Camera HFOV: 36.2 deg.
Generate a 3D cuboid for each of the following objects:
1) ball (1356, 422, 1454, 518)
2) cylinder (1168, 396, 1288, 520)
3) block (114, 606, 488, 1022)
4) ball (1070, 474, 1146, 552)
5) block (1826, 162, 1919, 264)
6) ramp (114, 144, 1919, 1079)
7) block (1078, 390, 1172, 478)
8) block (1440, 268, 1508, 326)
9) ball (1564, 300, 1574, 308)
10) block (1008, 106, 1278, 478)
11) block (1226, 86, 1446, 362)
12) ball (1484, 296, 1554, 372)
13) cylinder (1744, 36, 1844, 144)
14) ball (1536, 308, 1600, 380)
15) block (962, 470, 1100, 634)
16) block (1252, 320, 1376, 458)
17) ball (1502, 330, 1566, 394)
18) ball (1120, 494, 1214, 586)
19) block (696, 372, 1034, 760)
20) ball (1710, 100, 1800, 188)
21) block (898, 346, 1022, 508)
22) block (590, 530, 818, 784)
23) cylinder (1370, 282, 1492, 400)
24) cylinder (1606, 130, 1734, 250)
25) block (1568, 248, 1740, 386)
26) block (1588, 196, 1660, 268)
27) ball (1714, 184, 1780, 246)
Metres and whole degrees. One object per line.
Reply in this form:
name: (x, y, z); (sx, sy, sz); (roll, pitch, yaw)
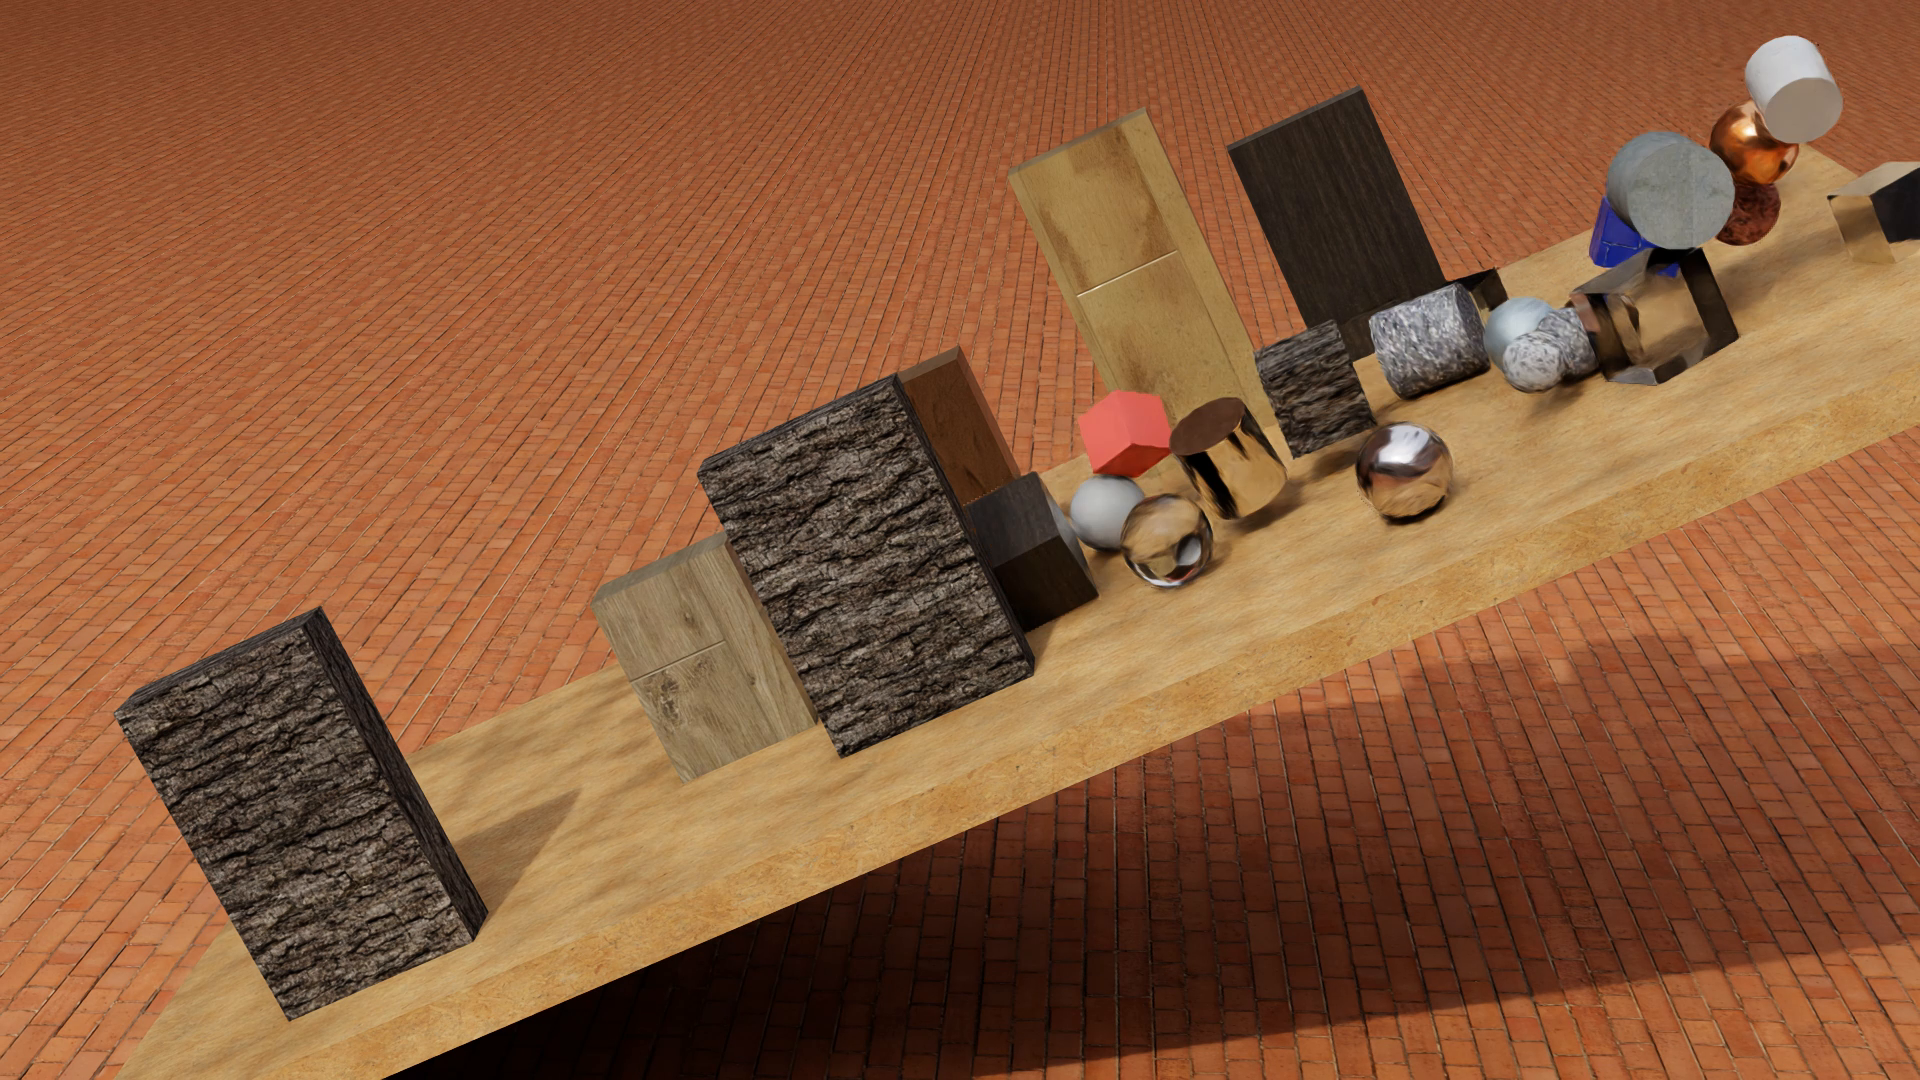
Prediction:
ball: (0.832, -0.131, 5.504); (0.182, 0.182, 0.182); (0, 16, 0)
cylinder: (0.537, -0.163, 5.894); (0.175, 0.175, 0.175); (-28, 28, 16)
block: (-1.282, 0.538, 5.754); (0.415, 0.704, 0.148); (-24, 13, 9)
ball: (0.316, -0.058, 6.227); (0.168, 0.168, 0.168); (0, 16, 0)
block: (1.803, -0.634, 5.696); (0.146, 0.146, 0.146); (-29, 13, -11)
ramp: (0.136, 0.169, 6.282); (4.000, 0.100, 2.000); (-24, 13, 9)
block: (0.350, -0.223, 6.180); (0.128, 0.128, 0.128); (5, -30, -40)
block: (1.121, -0.496, 6.476); (0.135, 0.135, 0.135); (-15, 17, 40)
ball: (1.291, -0.455, 6.029); (0.114, 0.114, 0.114); (0, 16, 0)
block: (0.422, -0.554, 6.629); (0.337, 0.762, 0.112); (-24, 13, 9)
block: (0.887, -0.716, 6.802); (0.334, 0.572, 0.085); (-24, 13, 9)
ball: (1.157, -0.417, 6.033); (0.165, 0.165, 0.165); (0, 16, 0)
cylinder: (1.568, -0.847, 5.536); (0.146, 0.146, 0.146); (-1, 40, -3)
ball: (1.215, -0.391, 5.865); (0.146, 0.146, 0.146); (0, 16, 0)
block: (0.129, 0.032, 5.972); (0.202, 0.202, 0.202); (-27, 42, 8)
block: (0.724, -0.310, 6.014); (0.181, 0.181, 0.181); (-22, 22, 9)
ball: (1.111, -0.343, 5.689); (0.123, 0.123, 0.123); (0, 16, 0)
ball: (0.407, 0.001, 5.793); (0.183, 0.183, 0.183); (0, 16, 0)
block: (-0.178, 0.053, 5.701); (0.416, 0.633, 0.115); (-24, 13, 9)
ball: (1.539, -0.768, 5.699); (0.169, 0.169, 0.169); (0, 16, 0)
block: (-0.055, -0.105, 6.350); (0.355, 0.512, 0.142); (-24, 13, 9)
block: (-0.523, 0.239, 6.094); (0.309, 0.425, 0.141); (-24, 13, 9)
cylinder: (1.006, -0.425, 6.285); (0.195, 0.195, 0.195); (-21, 8, 22)
cylinder: (1.370, -0.677, 5.681); (0.203, 0.203, 0.203); (0, 15, 1)
block: (1.340, -0.434, 5.683); (0.195, 0.195, 0.195); (-29, 13, -13)
block: (1.417, -0.644, 6.234); (0.128, 0.128, 0.128); (12, 18, 2)
ball: (1.555, -0.666, 5.866); (0.157, 0.157, 0.157); (0, 16, 0)
